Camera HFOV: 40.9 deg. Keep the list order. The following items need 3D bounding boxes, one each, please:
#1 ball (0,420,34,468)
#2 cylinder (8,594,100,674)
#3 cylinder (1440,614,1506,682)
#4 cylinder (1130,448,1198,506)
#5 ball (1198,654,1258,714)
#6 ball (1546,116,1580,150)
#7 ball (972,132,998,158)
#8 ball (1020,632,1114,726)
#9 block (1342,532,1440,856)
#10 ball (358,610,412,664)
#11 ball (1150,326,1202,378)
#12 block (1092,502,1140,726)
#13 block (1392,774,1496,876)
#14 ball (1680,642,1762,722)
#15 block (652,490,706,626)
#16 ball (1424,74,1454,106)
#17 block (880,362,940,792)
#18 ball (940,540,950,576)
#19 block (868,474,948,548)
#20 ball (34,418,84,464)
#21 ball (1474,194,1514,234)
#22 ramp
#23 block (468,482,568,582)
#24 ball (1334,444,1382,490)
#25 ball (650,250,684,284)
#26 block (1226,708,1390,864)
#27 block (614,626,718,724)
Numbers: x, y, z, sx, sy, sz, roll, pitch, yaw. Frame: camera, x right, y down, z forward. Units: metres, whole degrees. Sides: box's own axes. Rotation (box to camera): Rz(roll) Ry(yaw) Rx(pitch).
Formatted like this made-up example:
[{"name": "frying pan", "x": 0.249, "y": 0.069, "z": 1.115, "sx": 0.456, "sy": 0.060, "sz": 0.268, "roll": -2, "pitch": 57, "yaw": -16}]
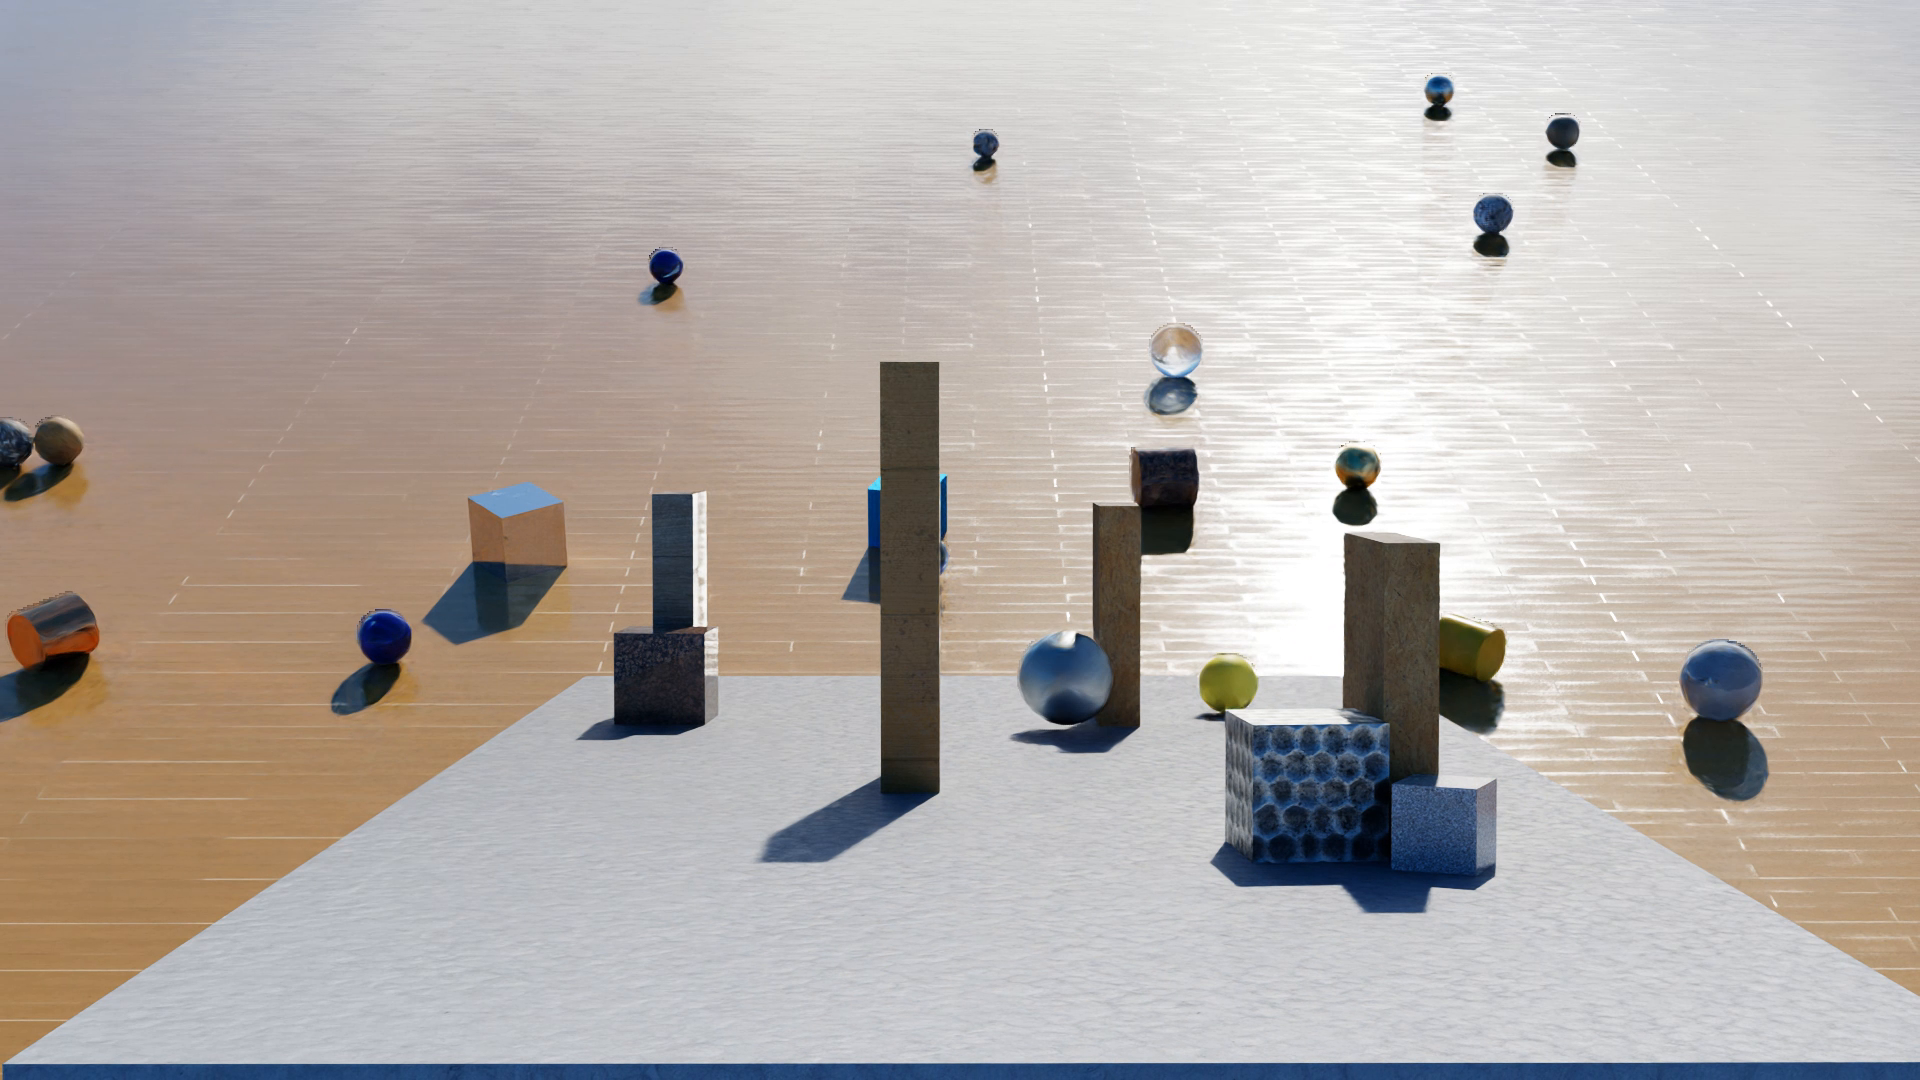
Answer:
[{"name": "ball", "x": -3.000, "y": -0.304, "z": 8.110, "sx": 0.150, "sy": 0.150, "sz": 0.150, "roll": 0, "pitch": 23, "yaw": 0}, {"name": "cylinder", "x": -2.394, "y": 0.246, "z": 6.794, "sx": 0.165, "sy": 0.165, "sz": 0.165, "roll": 17, "pitch": 28, "yaw": 34}, {"name": "cylinder", "x": 1.328, "y": 0.281, "z": 6.735, "sx": 0.146, "sy": 0.146, "sz": 0.146, "roll": 19, "pitch": 30, "yaw": 39}, {"name": "cylinder", "x": 0.620, "y": -0.191, "z": 7.807, "sx": 0.176, "sy": 0.176, "sz": 0.176, "roll": -2, "pitch": 23, "yaw": -7}, {"name": "ball", "x": 0.589, "y": 0.317, "z": 5.657, "sx": 0.130, "sy": 0.130, "sz": 0.130, "roll": 0, "pitch": 23, "yaw": 0}, {"name": "ball", "x": 2.763, "y": -1.867, "z": 11.786, "sx": 0.154, "sy": 0.154, "sz": 0.154, "roll": 0, "pitch": 23, "yaw": 0}, {"name": "ball", "x": 0.116, "y": -1.792, "z": 11.657, "sx": 0.118, "sy": 0.118, "sz": 0.118, "roll": 0, "pitch": 23, "yaw": 0}, {"name": "ball", "x": 0.221, "y": 0.287, "z": 5.339, "sx": 0.195, "sy": 0.195, "sz": 0.195, "roll": 0, "pitch": 23, "yaw": 0}, {"name": "block", "x": 0.658, "y": 0.225, "z": 3.952, "sx": 0.081, "sy": 0.459, "sz": 0.397, "roll": 0, "pitch": 2, "yaw": 0}, {"name": "ball", "x": -1.519, "y": 0.258, "z": 6.796, "sx": 0.142, "sy": 0.142, "sz": 0.142, "roll": 0, "pitch": 23, "yaw": 0}, {"name": "ball", "x": 0.747, "y": -0.651, "z": 8.887, "sx": 0.181, "sy": 0.181, "sz": 0.181, "roll": 0, "pitch": 23, "yaw": 0}, {"name": "block", "x": 0.335, "y": 0.155, "z": 5.534, "sx": 0.087, "sy": 0.464, "sz": 0.269, "roll": 0, "pitch": 2, "yaw": 0}, {"name": "block", "x": 0.693, "y": 0.405, "z": 3.680, "sx": 0.122, "sy": 0.122, "sz": 0.122, "roll": 1, "pitch": 3, "yaw": 25}, {"name": "ball", "x": 1.918, "y": 0.356, "z": 6.490, "sx": 0.201, "sy": 0.201, "sz": 0.201, "roll": 0, "pitch": 23, "yaw": 0}, {"name": "block", "x": -0.629, "y": 0.135, "z": 5.787, "sx": 0.090, "sy": 0.484, "sz": 0.300, "roll": 0, "pitch": 2, "yaw": 0}, {"name": "ball", "x": 2.342, "y": -2.197, "z": 12.570, "sx": 0.148, "sy": 0.148, "sz": 0.148, "roll": 0, "pitch": 23, "yaw": 0}, {"name": "block", "x": -0.086, "y": 0.060, "z": 4.530, "sx": 0.101, "sy": 0.740, "sz": 0.242, "roll": 0, "pitch": 2, "yaw": 0}, {"name": "ball", "x": -0.098, "y": 0.050, "z": 7.296, "sx": 0.134, "sy": 0.134, "sz": 0.134, "roll": 0, "pitch": 23, "yaw": 0}, {"name": "block", "x": -0.153, "y": -0.088, "z": 7.560, "sx": 0.181, "sy": 0.181, "sz": 0.181, "roll": 8, "pitch": 24, "yaw": 17}, {"name": "ball", "x": -2.847, "y": -0.312, "z": 8.132, "sx": 0.149, "sy": 0.149, "sz": 0.149, "roll": 0, "pitch": 23, "yaw": 0}, {"name": "ball", "x": 2.178, "y": -1.332, "z": 10.517, "sx": 0.160, "sy": 0.160, "sz": 0.160, "roll": 0, "pitch": 23, "yaw": 0}, {"name": "ramp", "x": 0.053, "y": 0.480, "z": 4.538, "sx": 2.000, "sy": 0.100, "sz": 4.000, "roll": 0, "pitch": 2, "yaw": 0}, {"name": "block", "x": -1.269, "y": -0.024, "z": 7.388, "sx": 0.199, "sy": 0.199, "sz": 0.199, "roll": -17, "pitch": 28, "yaw": -35}, {"name": "ball", "x": 1.226, "y": -0.225, "z": 7.932, "sx": 0.144, "sy": 0.144, "sz": 0.144, "roll": 0, "pitch": 23, "yaw": 0}, {"name": "ball", "x": -1.129, "y": -1.051, "z": 9.895, "sx": 0.130, "sy": 0.130, "sz": 0.130, "roll": 0, "pitch": 23, "yaw": 0}, {"name": "block", "x": 0.511, "y": 0.361, "z": 3.810, "sx": 0.200, "sy": 0.200, "sz": 0.200, "roll": 0, "pitch": 2, "yaw": -6}, {"name": "block", "x": -0.631, "y": 0.290, "z": 5.544, "sx": 0.194, "sy": 0.194, "sz": 0.194, "roll": 0, "pitch": 2, "yaw": 3}]
